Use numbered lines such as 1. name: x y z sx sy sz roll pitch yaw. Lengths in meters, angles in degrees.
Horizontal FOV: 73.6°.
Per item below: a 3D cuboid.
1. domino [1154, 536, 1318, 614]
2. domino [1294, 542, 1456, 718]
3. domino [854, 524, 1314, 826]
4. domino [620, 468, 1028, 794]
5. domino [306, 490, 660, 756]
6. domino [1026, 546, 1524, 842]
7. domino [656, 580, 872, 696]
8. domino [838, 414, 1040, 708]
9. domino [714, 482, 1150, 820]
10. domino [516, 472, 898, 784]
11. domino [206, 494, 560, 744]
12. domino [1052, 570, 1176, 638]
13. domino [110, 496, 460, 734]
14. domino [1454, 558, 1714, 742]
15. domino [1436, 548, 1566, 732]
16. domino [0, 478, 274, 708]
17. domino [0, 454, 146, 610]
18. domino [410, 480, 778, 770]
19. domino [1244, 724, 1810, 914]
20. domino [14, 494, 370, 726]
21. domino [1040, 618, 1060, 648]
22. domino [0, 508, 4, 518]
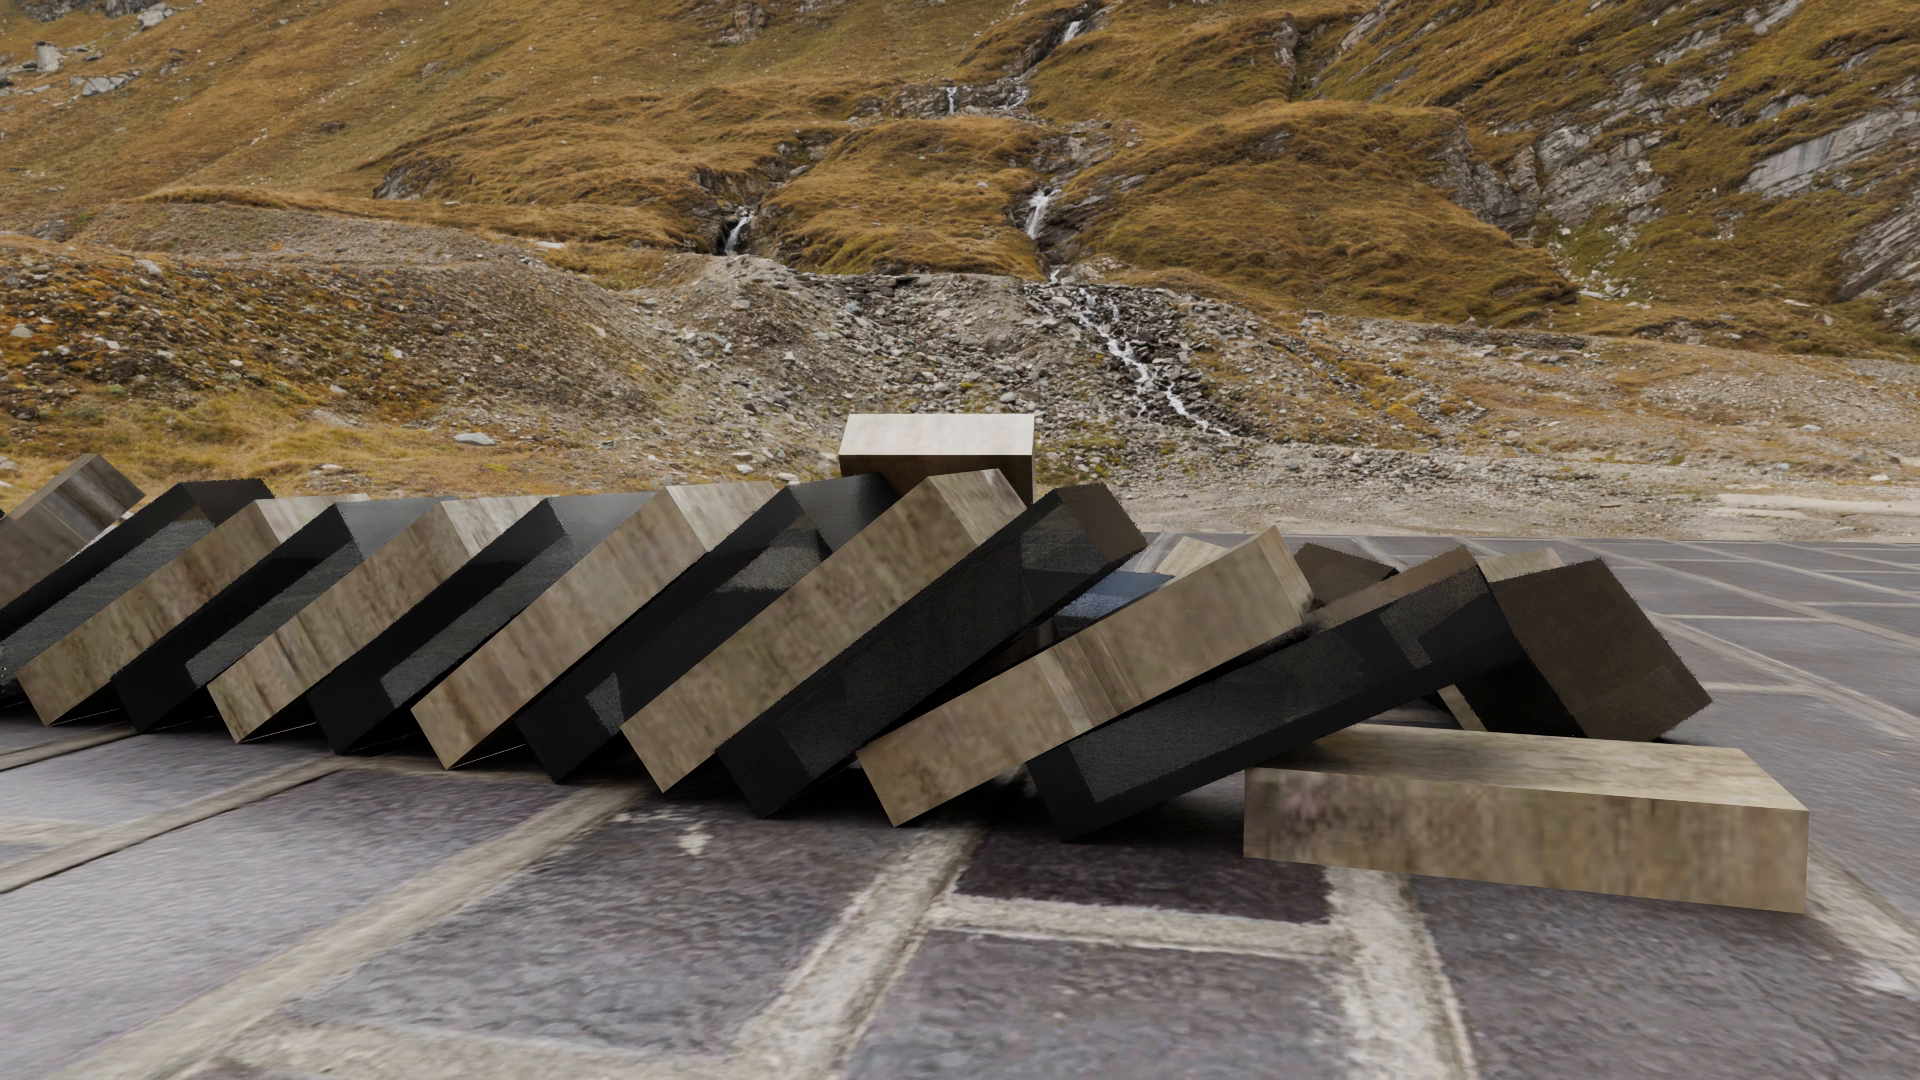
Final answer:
1. domino: 0.055 0.013 0.242 0.025 0.009 0.050 40 0 -6
2. domino: 0.071 0.014 0.218 0.025 0.010 0.050 43 3 -3
3. domino: 0.015 0.015 0.147 0.050 0.009 0.025 -30 -5 18
4. domino: -0.015 0.011 0.157 0.050 0.010 0.025 -38 -8 19
5. domino: -0.064 0.011 0.179 0.050 0.010 0.025 -35 -8 20
6. domino: 0.034 0.016 0.141 0.050 0.010 0.025 -27 -5 18
7. domino: -0.021 0.016 0.209 0.050 0.009 0.025 -2 -29 -30
8. domino: -0.001 0.005 0.184 0.025 0.050 0.009 0 39 6
9. domino: -0.003 0.012 0.151 0.050 0.009 0.025 -38 -8 17
10. domino: -0.031 0.011 0.164 0.050 0.009 0.025 -38 -8 21
11. domino: -0.081 0.011 0.187 0.050 0.010 0.025 -33 -7 18
12. domino: 0.024 0.014 0.245 0.050 0.010 0.025 4 -22 42
13. domino: -0.099 0.011 0.193 0.050 0.009 0.025 -32 -6 17
14. domino: 0.082 0.017 0.171 0.050 0.025 0.010 -5 -32 -48
15. domino: 0.084 0.015 0.192 0.050 0.025 0.009 -5 -32 -48
16. domino: -0.137 0.009 0.207 0.050 0.010 0.025 -35 5 0
17. domino: -0.162 0.006 0.214 0.025 0.009 0.050 5 49 51
18. domino: -0.047 0.011 0.172 0.050 0.009 0.025 -37 -9 19
19. domino: 0.057 0.028 0.136 0.050 0.009 0.025 1 5 19
20. domino: -0.117 0.010 0.201 0.050 0.010 0.025 -32 -2 11
21. domino: -0.009 0.013 0.237 0.050 0.025 0.010 2 49 23
22. domino: -0.186 0.008 0.209 0.025 0.009 0.050 -3 38 13
